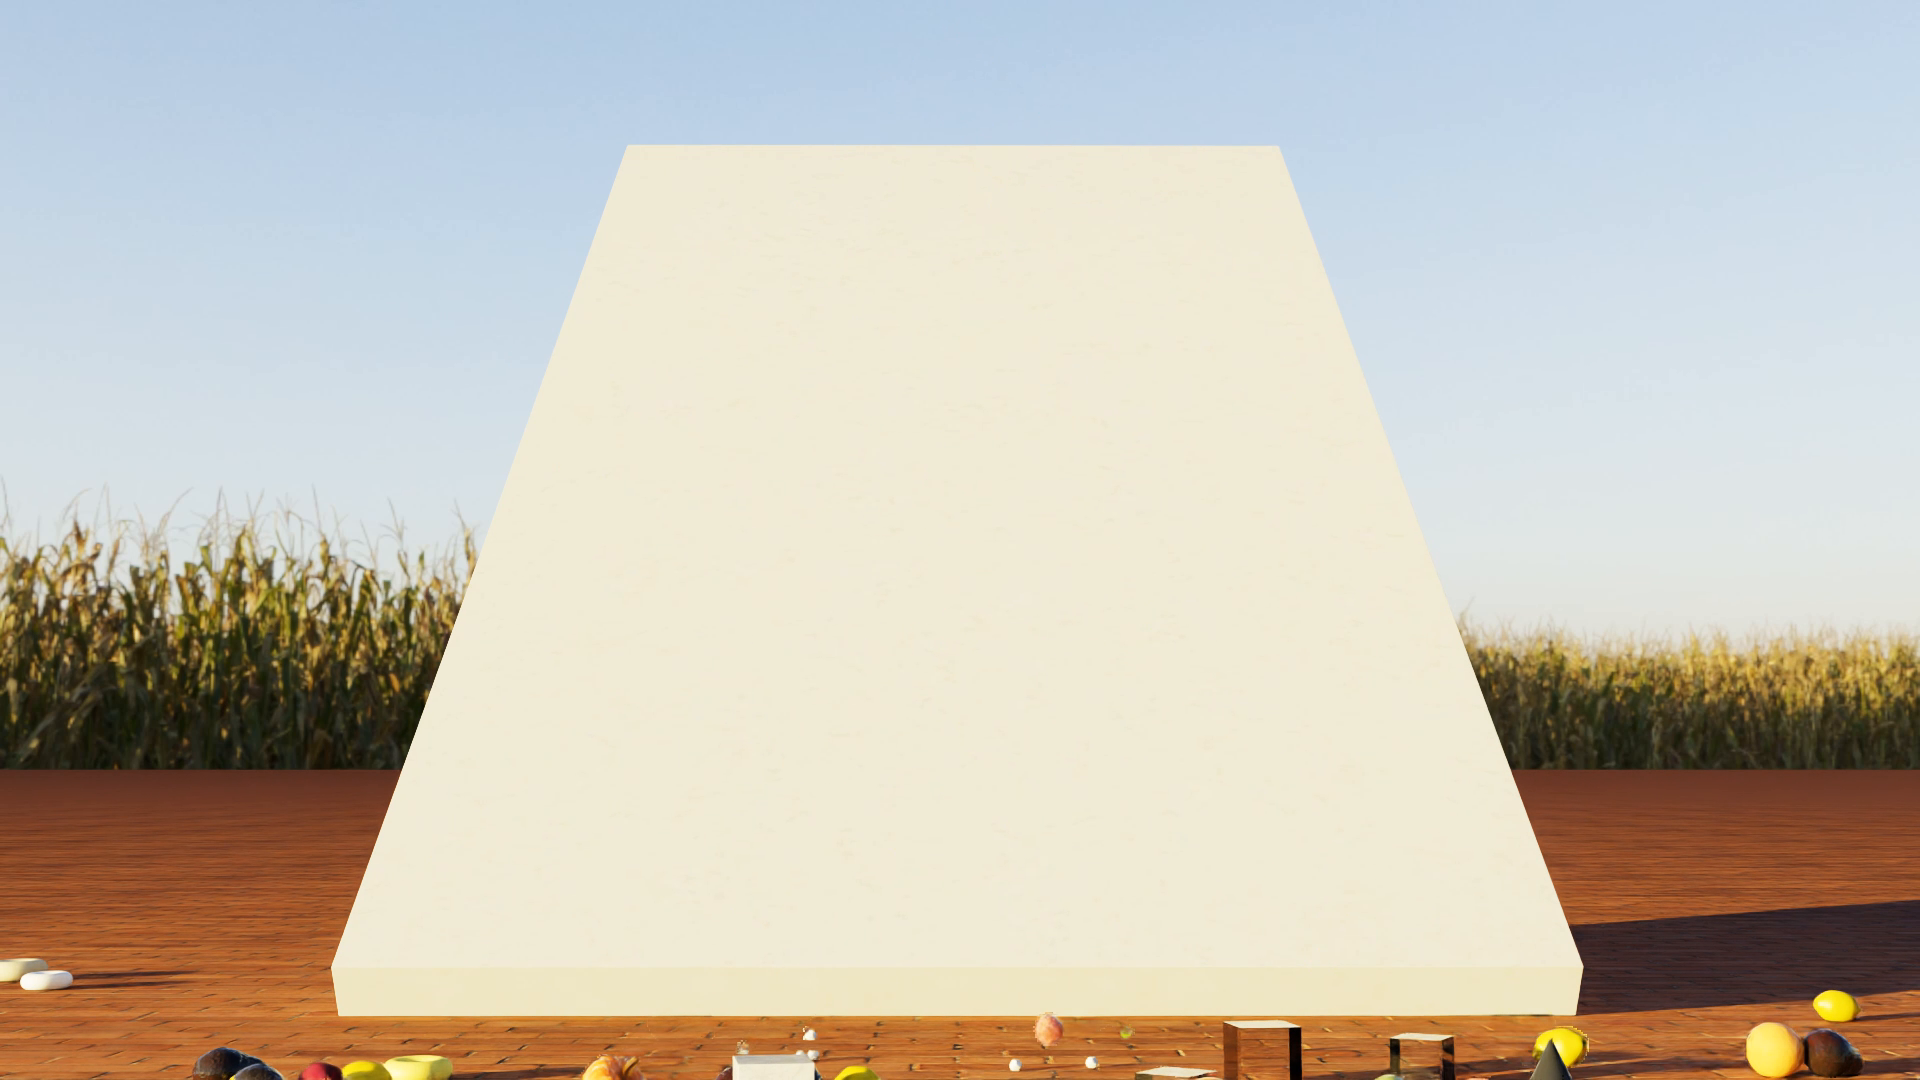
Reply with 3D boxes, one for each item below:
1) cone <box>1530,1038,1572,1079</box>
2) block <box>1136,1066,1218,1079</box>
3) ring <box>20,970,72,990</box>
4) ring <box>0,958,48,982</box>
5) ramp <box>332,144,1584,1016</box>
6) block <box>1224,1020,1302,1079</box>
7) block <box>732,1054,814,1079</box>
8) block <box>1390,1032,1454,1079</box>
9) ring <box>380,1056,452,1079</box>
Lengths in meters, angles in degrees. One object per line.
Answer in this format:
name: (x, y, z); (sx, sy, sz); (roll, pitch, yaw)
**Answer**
cone: (0.679, 0.618, 2.745); (0.094, 0.094, 0.094); (0, -5, 0)
block: (0.240, 0.622, 2.645); (0.067, 0.067, 0.067); (-4, -6, 34)
ring: (-1.655, 0.799, 4.332); (0.089, 0.030, 0.089); (-1, -4, 0)
ring: (-1.780, 0.812, 4.512); (0.112, 0.037, 0.112); (-1, -5, 0)
ramp: (-0.012, -0.221, 5.602); (2.000, 0.100, 4.000); (0, 28, 0)
block: (0.382, 0.651, 3.019); (0.078, 0.078, 0.078); (1, -5, -10)
block: (-0.205, 0.612, 2.625); (0.083, 0.083, 0.083); (1, -5, -9)
block: (0.582, 0.658, 3.009); (0.064, 0.064, 0.064); (-3, -6, 28)
ring: (-0.696, 0.680, 3.063); (0.091, 0.030, 0.091); (-1, -4, 0)
